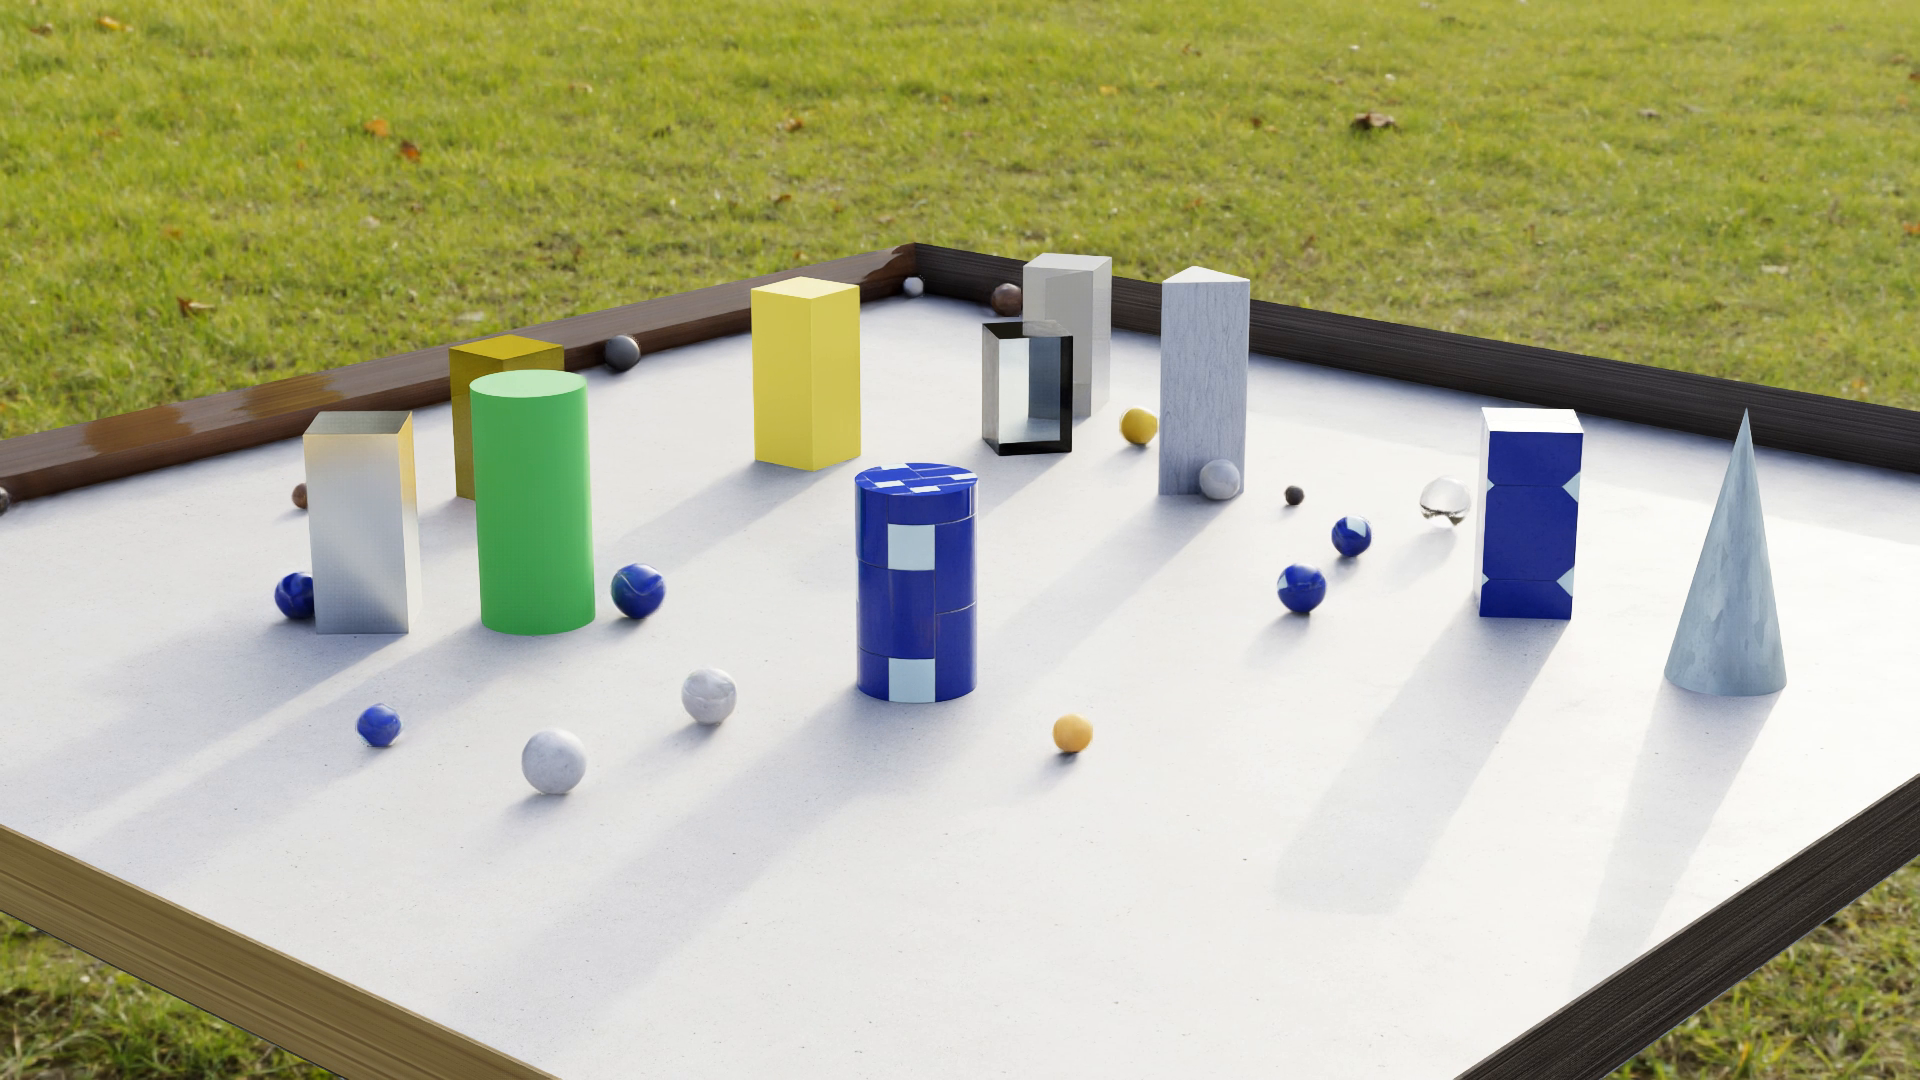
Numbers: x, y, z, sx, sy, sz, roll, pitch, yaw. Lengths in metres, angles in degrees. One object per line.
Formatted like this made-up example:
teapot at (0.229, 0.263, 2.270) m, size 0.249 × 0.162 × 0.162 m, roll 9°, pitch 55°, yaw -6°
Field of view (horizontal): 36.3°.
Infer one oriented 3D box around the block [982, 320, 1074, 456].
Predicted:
block at (0.138, -0.316, 6.067) m, size 0.155 × 0.246 × 0.155 m, roll -4°, pitch 17°, yaw -12°

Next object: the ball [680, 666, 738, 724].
ball at (-0.384, 0.238, 4.504) m, size 0.088 × 0.088 × 0.088 m, roll 0°, pitch 17°, yaw 0°

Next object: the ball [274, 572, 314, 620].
ball at (-1.124, 0.095, 4.988) m, size 0.083 × 0.083 × 0.083 m, roll 0°, pitch 17°, yaw 0°

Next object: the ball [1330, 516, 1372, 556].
ball at (0.713, -0.007, 5.339) m, size 0.075 × 0.075 × 0.075 m, roll 0°, pitch 17°, yaw 0°

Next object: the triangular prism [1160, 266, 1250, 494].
triangular prism at (0.467, -0.314, 5.754) m, size 0.168 × 0.424 × 0.145 m, roll -2°, pitch 17°, yaw -5°

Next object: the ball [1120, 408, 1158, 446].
ball at (0.373, -0.237, 6.095) m, size 0.079 × 0.079 × 0.079 m, roll 0°, pitch 17°, yaw 0°

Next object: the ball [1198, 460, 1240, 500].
ball at (0.504, -0.117, 5.694) m, size 0.080 × 0.080 × 0.080 m, roll 0°, pitch 17°, yaw 0°

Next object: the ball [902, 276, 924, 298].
ball at (-0.118, -0.645, 7.490) m, size 0.055 × 0.055 × 0.055 m, roll 0°, pitch 17°, yaw 0°

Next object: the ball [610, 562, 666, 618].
ball at (-0.550, 0.085, 5.000) m, size 0.094 × 0.094 × 0.094 m, roll 0°, pitch 17°, yaw 0°

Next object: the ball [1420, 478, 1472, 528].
ball at (0.912, -0.070, 5.510) m, size 0.097 × 0.097 × 0.097 m, roll 0°, pitch 17°, yaw 0°

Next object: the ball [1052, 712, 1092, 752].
ball at (0.168, 0.288, 4.387) m, size 0.060 × 0.060 × 0.060 m, roll 0°, pitch 17°, yaw 0°

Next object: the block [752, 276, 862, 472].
block at (-0.311, -0.339, 5.956) m, size 0.155 × 0.354 × 0.155 m, roll 12°, pitch 21°, yaw 35°

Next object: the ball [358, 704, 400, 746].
ball at (-0.874, 0.279, 4.411) m, size 0.064 × 0.064 × 0.064 m, roll 0°, pitch 17°, yaw 0°

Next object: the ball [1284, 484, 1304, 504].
ball at (0.647, -0.088, 5.669) m, size 0.040 × 0.040 × 0.040 m, roll 0°, pitch 17°, yaw 0°

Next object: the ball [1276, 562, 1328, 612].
ball at (0.586, 0.081, 5.026) m, size 0.087 × 0.087 × 0.087 m, roll 0°, pitch 17°, yaw 0°

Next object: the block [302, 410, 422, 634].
block at (-1.005, -0.030, 4.946) m, size 0.155 × 0.347 × 0.155 m, roll 0°, pitch 17°, yaw -2°

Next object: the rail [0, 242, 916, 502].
rail at (-1.312, -0.298, 6.211) m, size 0.045 × 0.126 × 3.702 m, roll 14°, pitch 22°, yaw 39°

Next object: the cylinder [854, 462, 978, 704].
cylinder at (-0.069, 0.066, 4.640) m, size 0.194 × 0.339 × 0.194 m, roll 0°, pitch 17°, yaw 0°

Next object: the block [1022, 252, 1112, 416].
block at (0.233, -0.447, 6.374) m, size 0.155 × 0.321 × 0.155 m, roll 5°, pitch 18°, yaw 17°

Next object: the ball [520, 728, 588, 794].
ball at (-0.585, 0.318, 4.226) m, size 0.095 × 0.095 × 0.095 m, roll 0°, pitch 17°, yaw 0°

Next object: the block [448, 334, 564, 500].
block at (-0.875, -0.231, 5.699) m, size 0.155 × 0.296 × 0.155 m, roll 14°, pitch 21°, yaw 38°

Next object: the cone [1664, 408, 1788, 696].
cone at (1.232, 0.005, 4.655) m, size 0.194 × 0.448 × 0.194 m, roll 0°, pitch 17°, yaw 0°

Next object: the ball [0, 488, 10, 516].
ball at (-1.839, -0.073, 5.576) m, size 0.064 × 0.064 × 0.064 m, roll 0°, pitch 17°, yaw 0°

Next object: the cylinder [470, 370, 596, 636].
cylinder at (-0.720, -0.065, 4.949) m, size 0.194 × 0.411 × 0.194 m, roll 0°, pitch 17°, yaw 0°

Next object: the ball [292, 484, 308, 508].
ball at (-1.261, -0.084, 5.640) m, size 0.050 × 0.050 × 0.050 m, roll 0°, pitch 17°, yaw 0°

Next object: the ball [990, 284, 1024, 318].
ball at (0.119, -0.594, 7.267) m, size 0.085 × 0.085 × 0.085 m, roll 0°, pitch 17°, yaw 0°

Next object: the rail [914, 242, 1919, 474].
rail at (1.198, -0.367, 6.441) m, size 3.523 × 0.126 × 0.045 m, roll 14°, pitch 22°, yaw 39°

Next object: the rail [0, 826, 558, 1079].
rail at (-1.198, 0.430, 3.799) m, size 3.523 × 0.126 × 0.045 m, roll 14°, pitch 22°, yaw 39°

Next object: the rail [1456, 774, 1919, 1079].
rail at (1.312, 0.361, 4.029) m, size 0.045 × 0.126 × 3.702 m, roll 14°, pitch 22°, yaw 39°

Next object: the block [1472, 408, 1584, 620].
block at (0.972, -0.046, 5.029) m, size 0.155 × 0.329 × 0.155 m, roll 1°, pitch 17°, yaw 5°

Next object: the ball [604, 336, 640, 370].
ball at (-0.776, -0.428, 6.725) m, size 0.081 × 0.081 × 0.081 m, roll 0°, pitch 17°, yaw 0°
